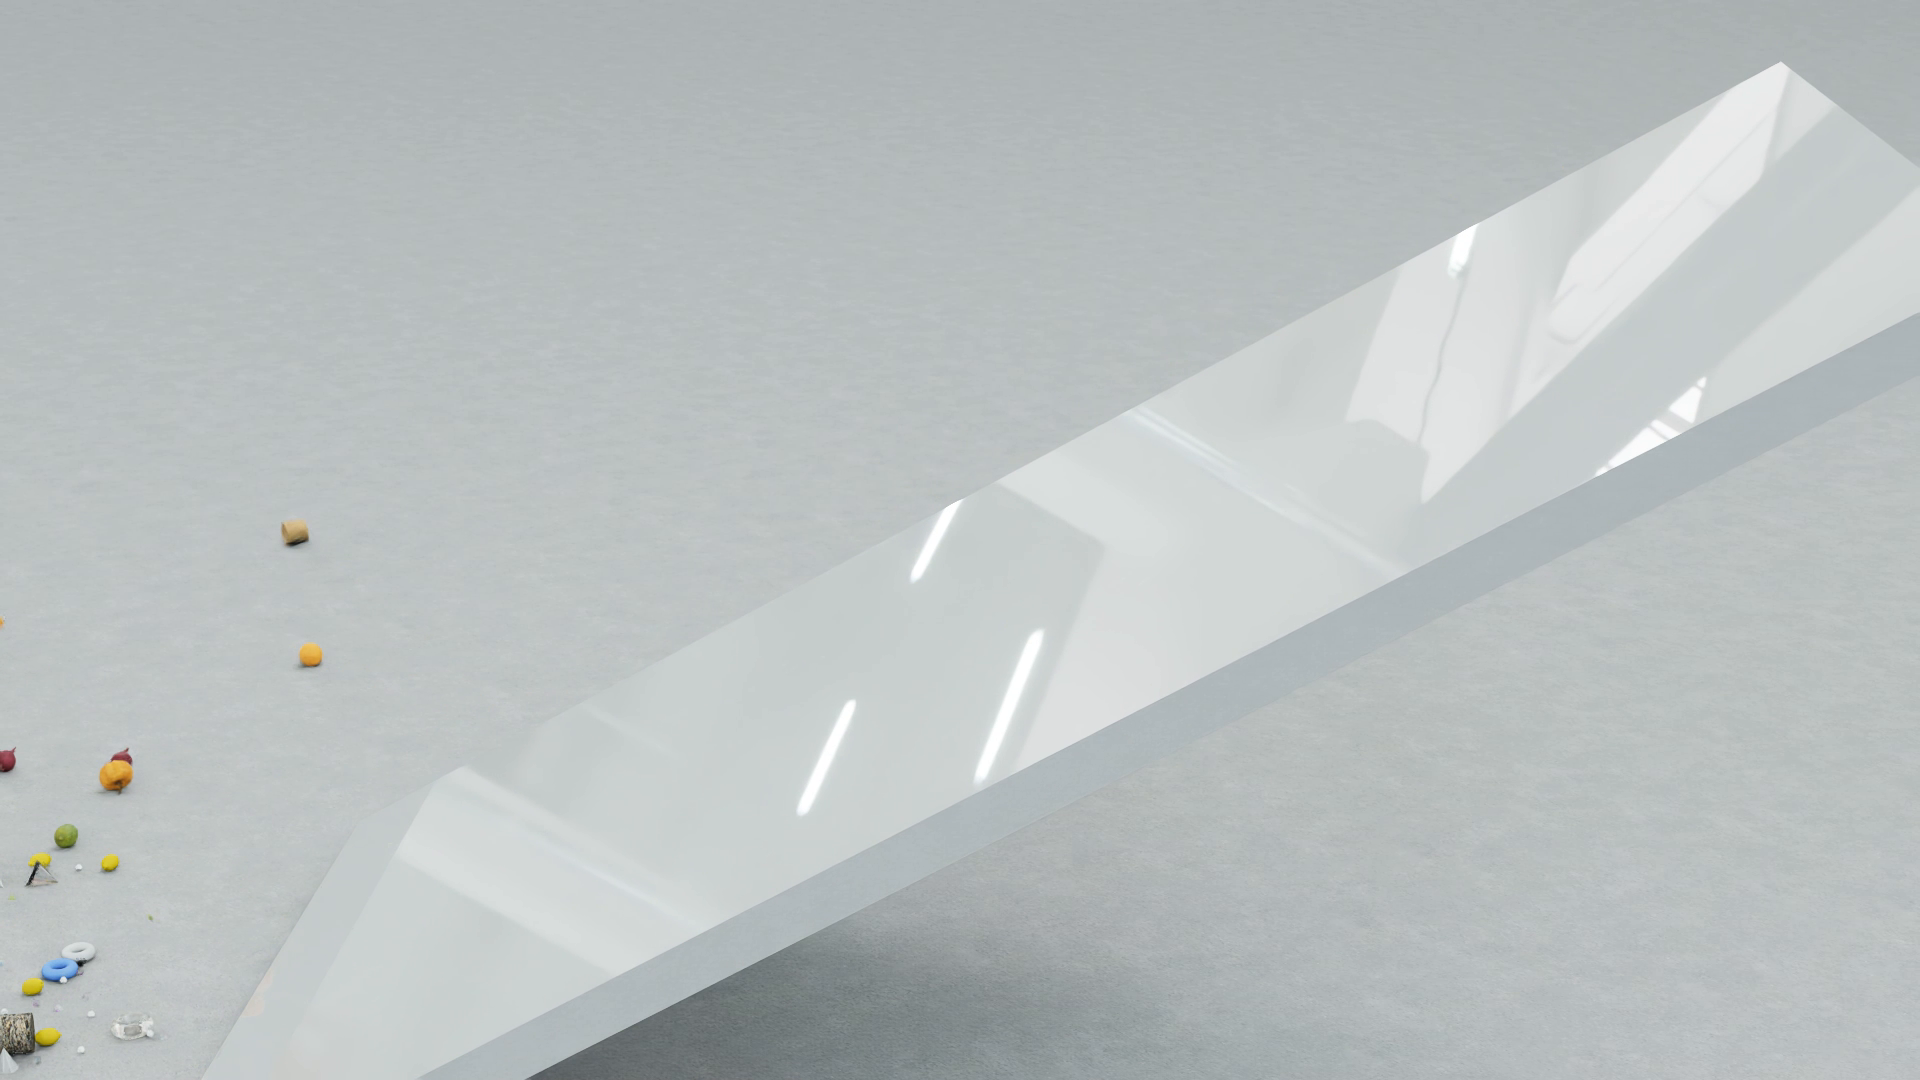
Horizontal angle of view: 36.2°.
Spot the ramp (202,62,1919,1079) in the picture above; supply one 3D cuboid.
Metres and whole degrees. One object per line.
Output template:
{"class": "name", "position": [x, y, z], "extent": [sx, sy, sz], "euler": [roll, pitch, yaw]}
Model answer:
{"class": "ramp", "position": [0.142, 0.168, 6.284], "extent": [4.000, 0.100, 2.000], "euler": [-28, 15, 12]}

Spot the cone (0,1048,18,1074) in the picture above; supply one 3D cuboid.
{"class": "cone", "position": [-2.125, 1.153, 6.543], "extent": [0.054, 0.054, 0.054], "euler": [0, 18, 0]}

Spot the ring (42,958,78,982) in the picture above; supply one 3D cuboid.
{"class": "ring", "position": [-2.137, 1.020, 6.982], "extent": [0.084, 0.028, 0.084], "euler": [1, 19, 0]}

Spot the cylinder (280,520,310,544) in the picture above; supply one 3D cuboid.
{"class": "cylinder", "position": [-2.274, -0.027, 10.058], "extent": [0.071, 0.071, 0.071], "euler": [-21, 27, -29]}

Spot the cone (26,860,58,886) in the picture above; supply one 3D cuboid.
{"class": "cone", "position": [-2.322, 0.857, 7.464], "extent": [0.072, 0.072, 0.072], "euler": [23, 13, -16]}

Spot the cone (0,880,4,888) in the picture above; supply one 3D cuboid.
{"class": "cone", "position": [-2.454, 0.857, 7.457], "extent": [0.082, 0.082, 0.082], "euler": [35, 29, 14]}

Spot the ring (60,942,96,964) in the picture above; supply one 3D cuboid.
{"class": "ring", "position": [-2.118, 0.993, 7.066], "extent": [0.081, 0.027, 0.081], "euler": [-1, 20, 0]}

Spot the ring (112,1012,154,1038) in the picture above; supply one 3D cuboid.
{"class": "ring", "position": [-1.889, 1.108, 6.713], "extent": [0.095, 0.032, 0.095], "euler": [0, 20, 0]}
